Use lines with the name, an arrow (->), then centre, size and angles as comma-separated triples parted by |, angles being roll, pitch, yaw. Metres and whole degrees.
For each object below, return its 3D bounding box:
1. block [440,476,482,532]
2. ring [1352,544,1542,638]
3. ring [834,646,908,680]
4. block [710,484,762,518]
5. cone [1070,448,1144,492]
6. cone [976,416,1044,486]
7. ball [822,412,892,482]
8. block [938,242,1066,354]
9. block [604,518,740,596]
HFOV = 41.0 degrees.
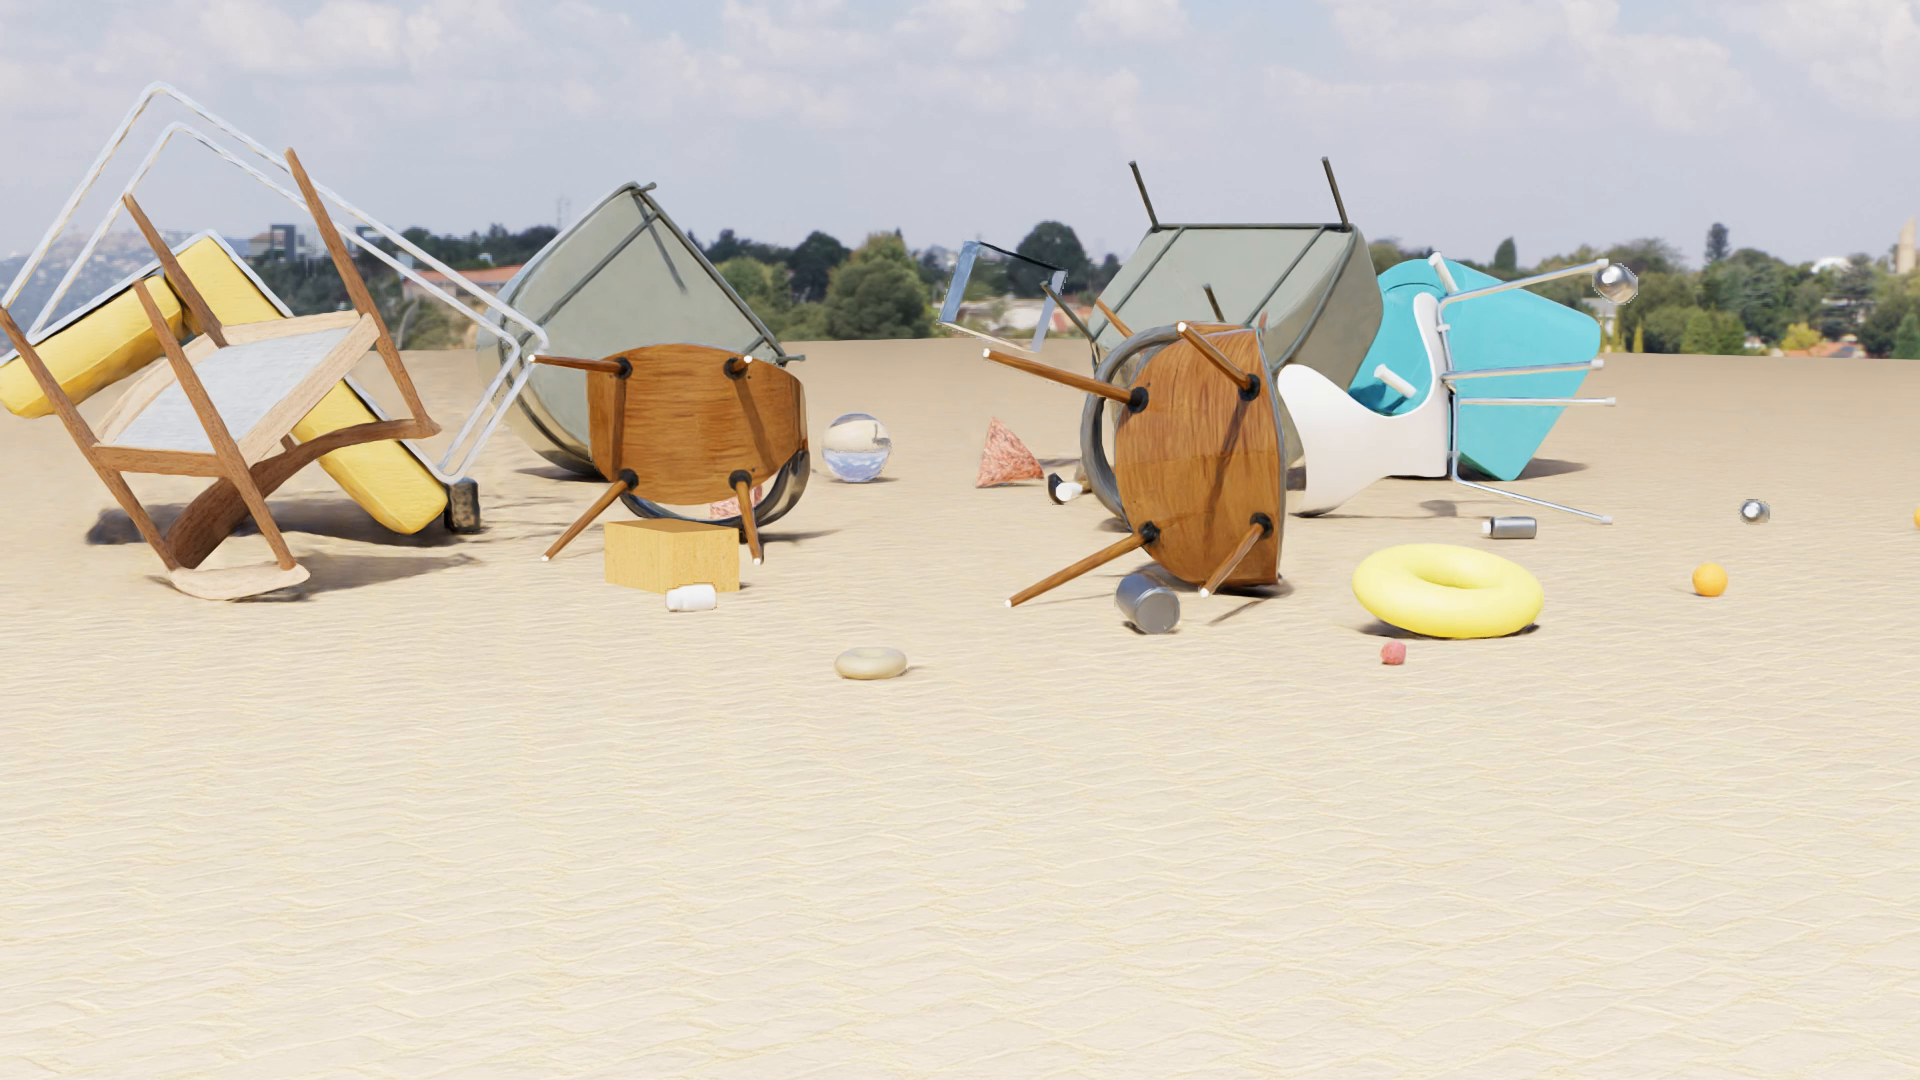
block -> -1.282, -0.092, 6.585 | 0.070, 0.124, 0.126 | -7, 11, -21
ring -> 0.902, 0.093, 4.743 | 0.379, 0.092, 0.271 | 0, 27, -22
ring -> -0.147, 0.204, 4.245 | 0.115, 0.038, 0.154 | 4, 8, 18
block -> -0.616, -0.108, 7.070 | 0.122, 0.081, 0.168 | 0, 6, 2
cone -> 0.464, -0.179, 7.809 | 0.215, 0.140, 0.204 | 19, -13, -4
cone -> 0.113, -0.227, 7.986 | 0.187, 0.255, 0.160 | -43, 13, -12
ball -> -0.330, -0.295, 8.181 | 0.224, 0.224, 0.224 | 0, 6, 0
block -> 0.138, -0.800, 8.449 | 0.305, 0.281, 0.205 | 18, 2, -16
block -> -0.613, 0.034, 5.443 | 0.158, 0.131, 0.293 | -4, 7, -36
